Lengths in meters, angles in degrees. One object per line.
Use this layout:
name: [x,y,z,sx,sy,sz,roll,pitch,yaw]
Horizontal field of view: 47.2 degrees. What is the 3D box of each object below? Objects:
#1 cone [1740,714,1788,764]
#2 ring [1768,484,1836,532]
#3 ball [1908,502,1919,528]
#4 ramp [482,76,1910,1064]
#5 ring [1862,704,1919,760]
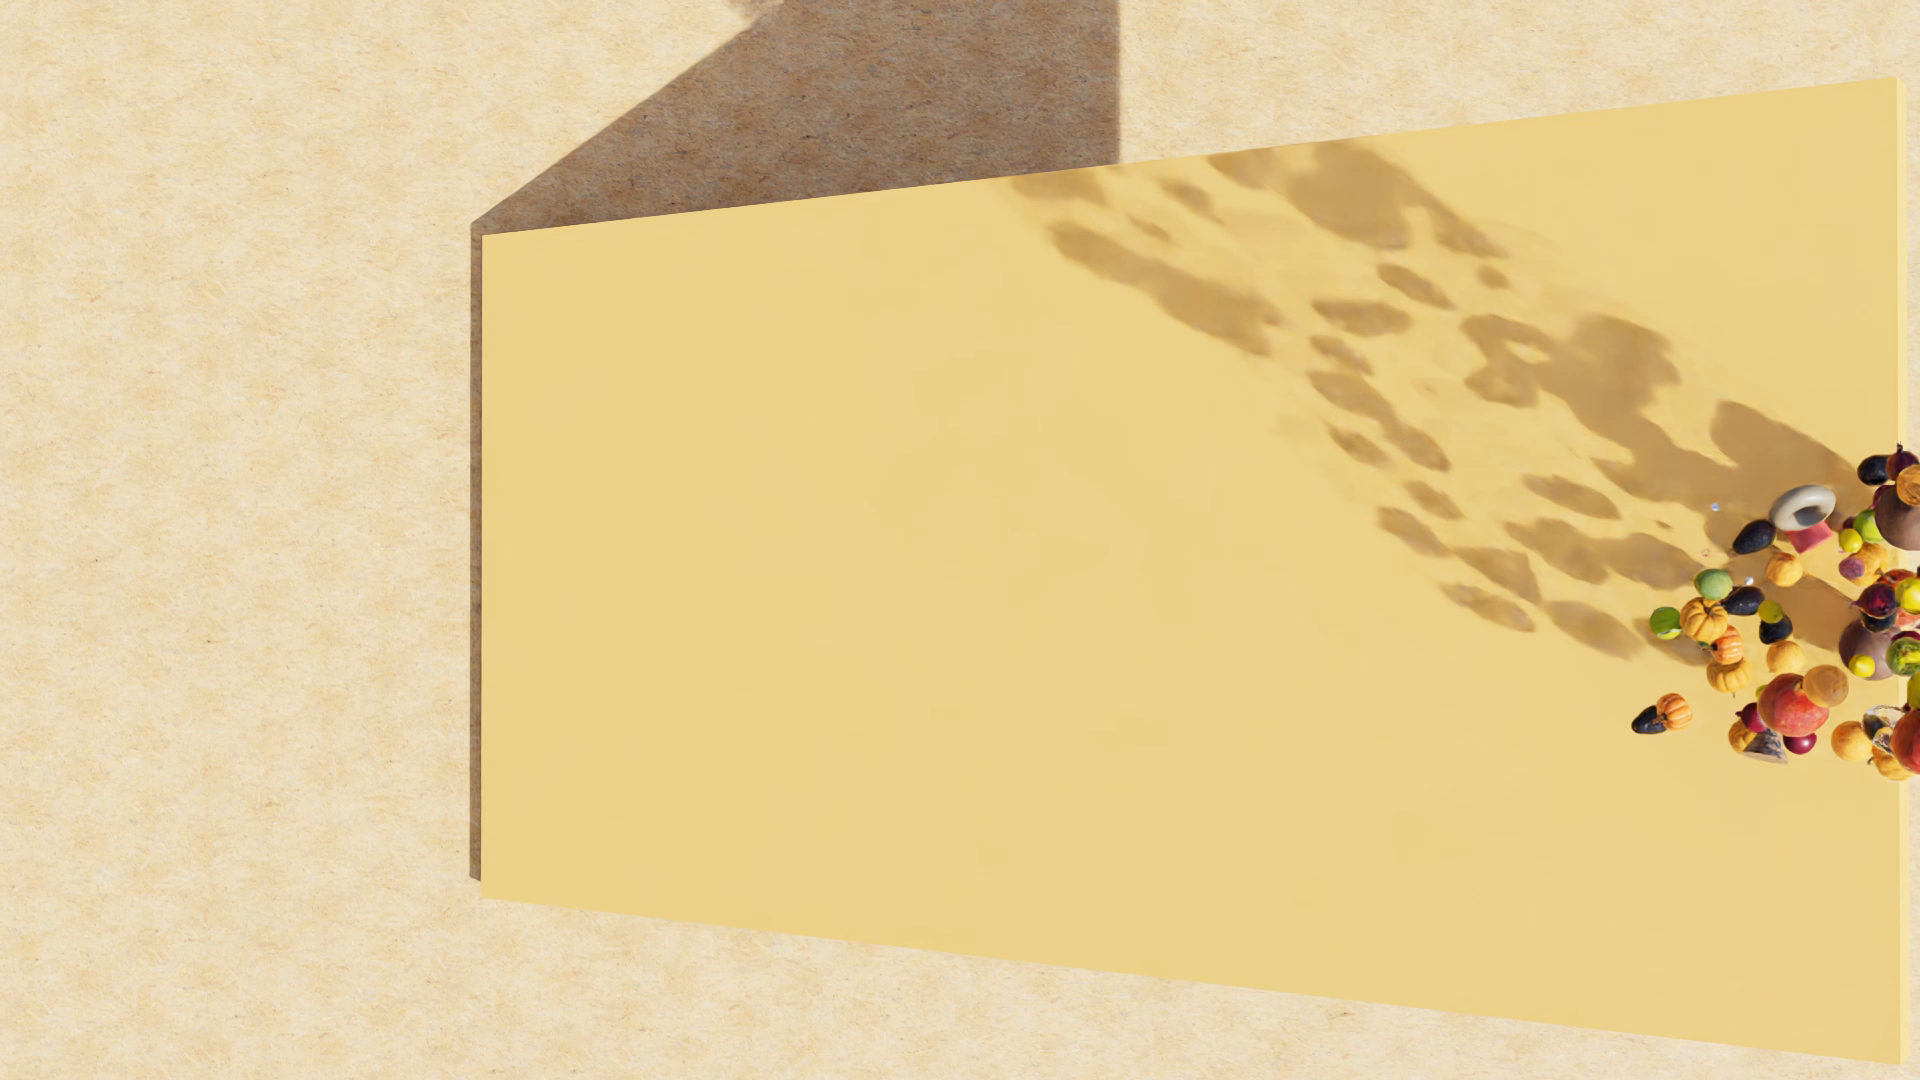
cone: [1.595,0.386,4.332,0.091,0.091,0.091,15,81,0]
ring: [1.644,-0.063,4.296,0.130,0.130,0.043,-10,57,0]
ball: [1.875,-0.049,4.276,0.056,0.056,0.056,0,90,0]
ramp: [0.255,0.070,5.588,4.000,0.100,2.000,0,89,33]
ring: [1.597,0.327,3.748,0.119,0.119,0.040,15,125,0]
